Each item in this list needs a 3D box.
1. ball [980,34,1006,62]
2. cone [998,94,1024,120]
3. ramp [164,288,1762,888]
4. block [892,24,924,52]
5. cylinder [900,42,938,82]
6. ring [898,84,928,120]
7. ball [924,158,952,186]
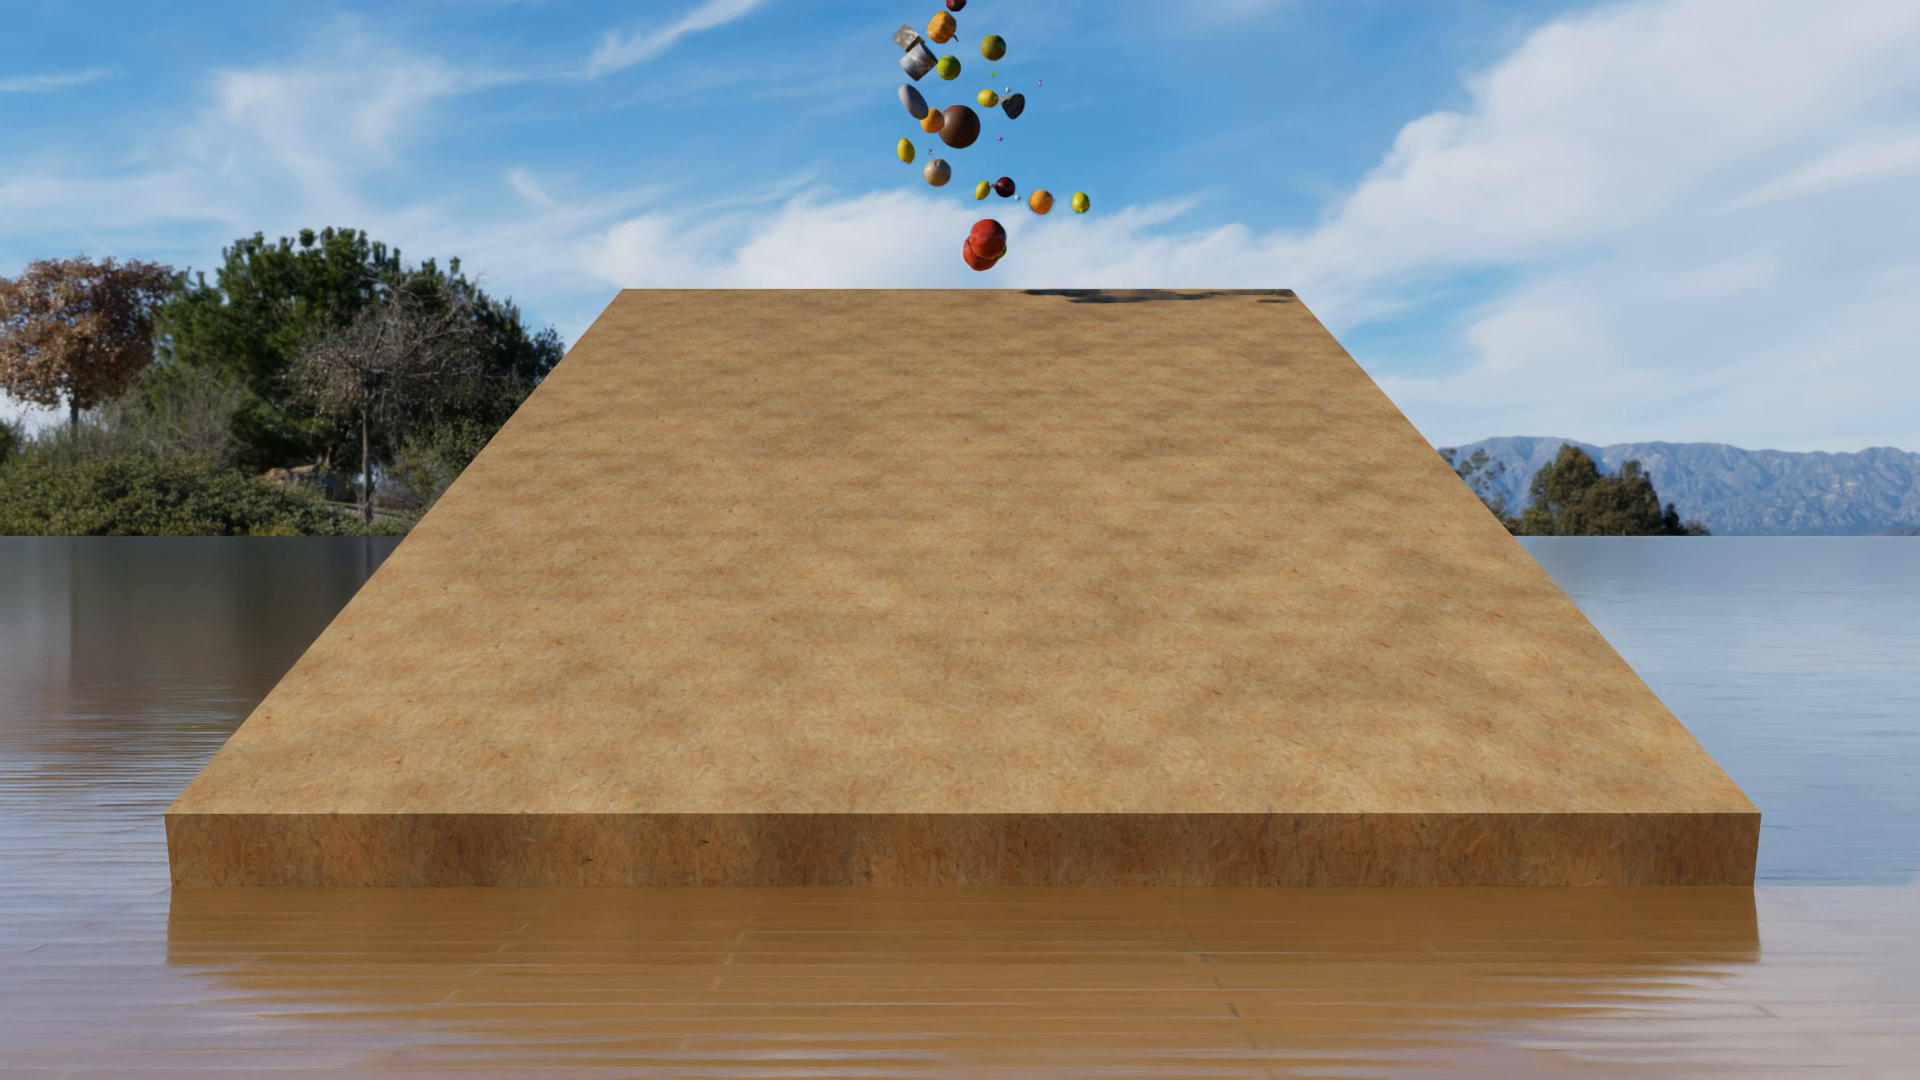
[{"bbox_3d":[0.093,-1.358,6.086,0.072,0.072,0.072,0,0,0],"label":"ball"},{"bbox_3d":[0.138,-1.305,6.573,0.079,0.079,0.079,32,20,36],"label":"cone"},{"bbox_3d":[-0.002,-0.157,4.698,2.000,0.100,4.000,0,16,0],"label":"ramp"},{"bbox_3d":[-0.149,-1.451,6.395,0.058,0.058,0.058,46,9,17],"label":"block"},{"bbox_3d":[-0.115,-1.335,6.155,0.077,0.077,0.077,-38,-13,18],"label":"cylinder"},{"bbox_3d":[-0.133,-1.258,6.331,0.039,0.116,0.116,-34,-13,21],"label":"ring"},{"bbox_3d":[-0.067,-1.095,6.575,0.084,0.084,0.084,0,0,0],"label":"ball"}]
